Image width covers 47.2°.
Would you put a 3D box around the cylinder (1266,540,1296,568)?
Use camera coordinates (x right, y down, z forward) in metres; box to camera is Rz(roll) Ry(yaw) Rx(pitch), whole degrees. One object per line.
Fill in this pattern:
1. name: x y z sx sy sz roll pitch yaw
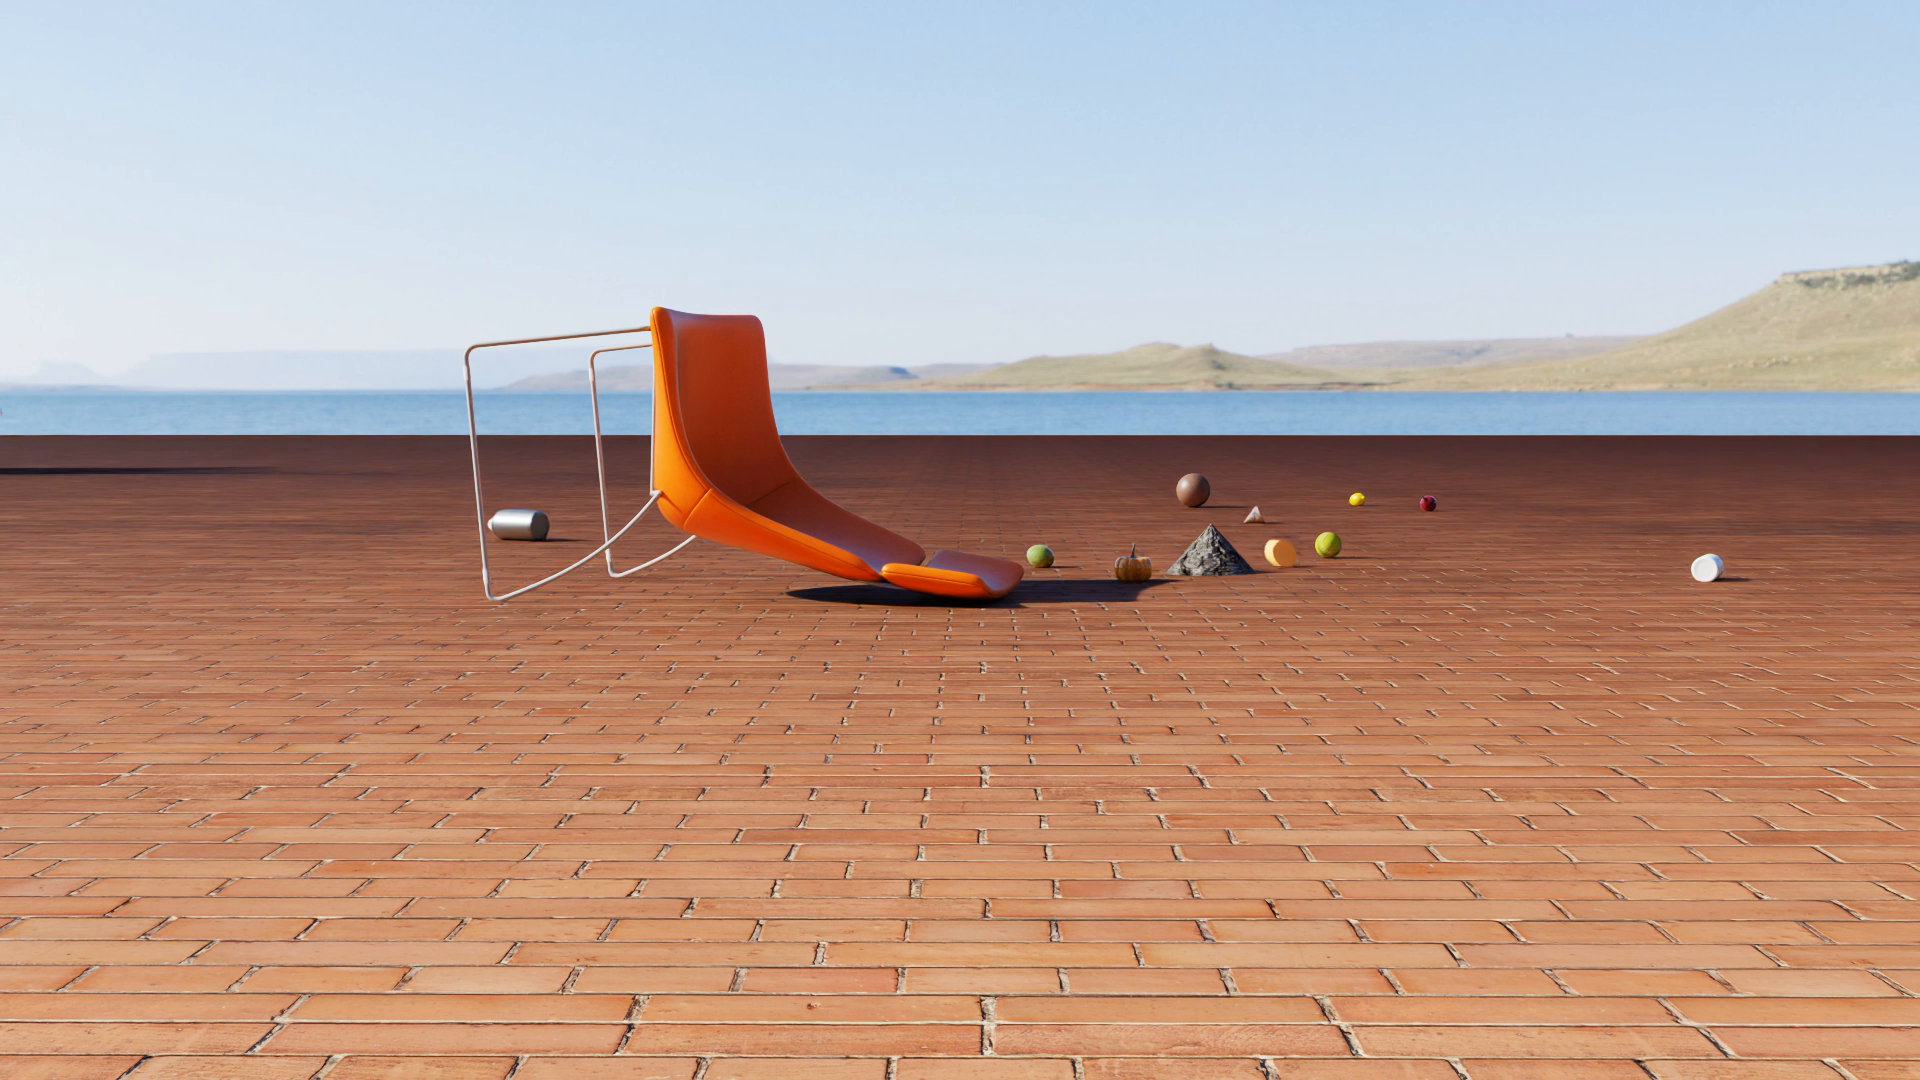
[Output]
1. cylinder: 0.812 0.033 5.562 0.060 0.074 0.050 -42 12 -8

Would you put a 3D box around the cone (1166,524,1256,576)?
1. cone: 0.614 0.019 5.381 0.232 0.121 0.194 -2 5 -30

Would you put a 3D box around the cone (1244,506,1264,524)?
1. cone: 0.979 -0.072 7.373 0.065 0.066 0.076 -29 -5 10

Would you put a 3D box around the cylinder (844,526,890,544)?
1. cylinder: -0.271 -0.014 6.376 0.097 0.051 0.099 2 0 32
